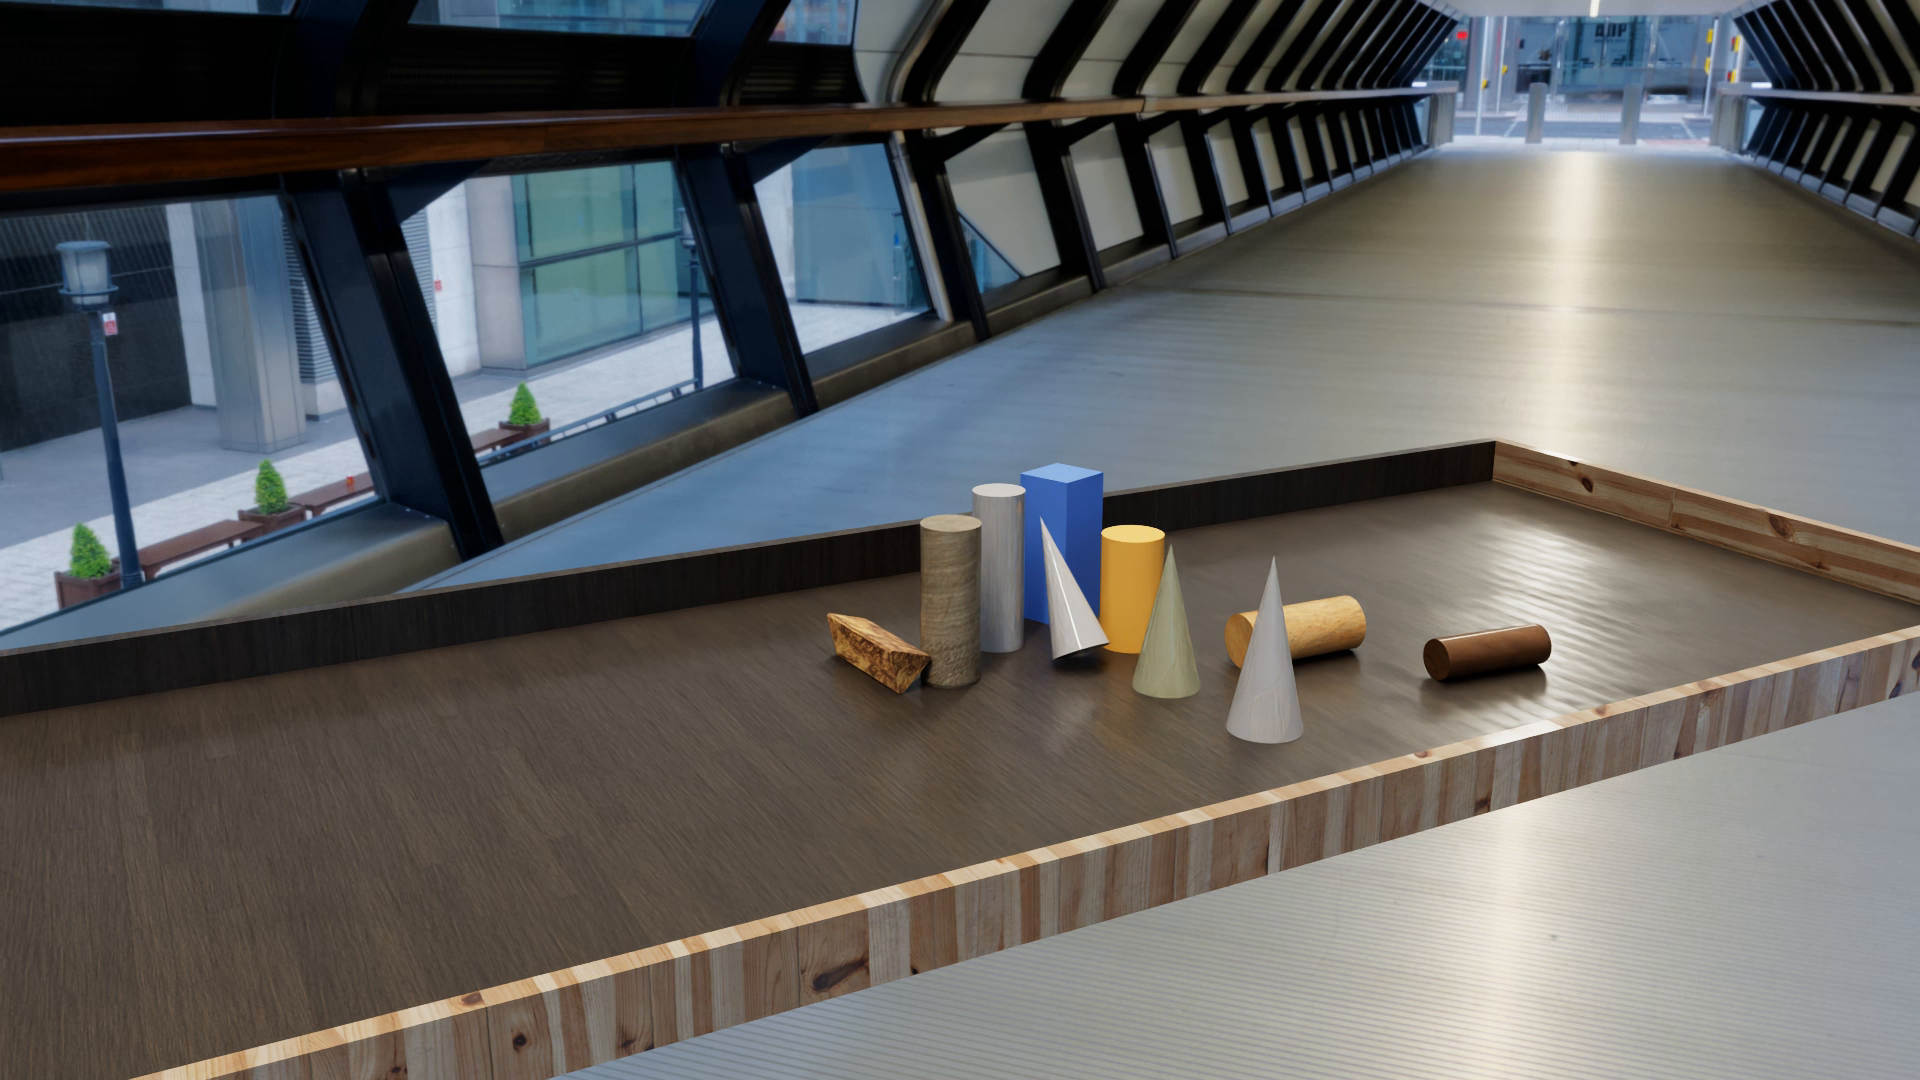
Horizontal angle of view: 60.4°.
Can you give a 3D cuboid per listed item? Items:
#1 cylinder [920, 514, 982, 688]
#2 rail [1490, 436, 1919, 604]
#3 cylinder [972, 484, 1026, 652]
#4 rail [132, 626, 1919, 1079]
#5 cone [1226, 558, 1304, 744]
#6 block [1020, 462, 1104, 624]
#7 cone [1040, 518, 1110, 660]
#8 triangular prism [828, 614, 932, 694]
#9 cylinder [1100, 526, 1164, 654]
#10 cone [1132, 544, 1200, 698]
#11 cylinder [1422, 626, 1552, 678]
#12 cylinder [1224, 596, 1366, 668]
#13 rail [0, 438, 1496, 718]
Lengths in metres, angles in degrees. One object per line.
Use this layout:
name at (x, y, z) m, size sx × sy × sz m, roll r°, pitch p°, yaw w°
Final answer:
cylinder at (-0.023, 0.153, 4.112) m, size 0.152 × 0.407 × 0.152 m, roll 0°, pitch 17°, yaw 0°
rail at (2.466, -0.048, 5.253) m, size 0.050 × 0.150 × 2.100 m, roll -9°, pitch 18°, yaw -27°
cylinder at (0.101, 0.074, 4.351) m, size 0.139 × 0.425 × 0.139 m, roll 0°, pitch 16°, yaw 0°
rail at (-2.336, 1.006, 1.665) m, size 12.000 × 0.150 × 0.050 m, roll -9°, pitch 18°, yaw -27°
cone at (0.712, 0.237, 3.798) m, size 0.179 × 0.423 × 0.179 m, roll 0°, pitch 16°, yaw 0°
block at (0.279, 0.014, 4.576) m, size 0.162 × 0.413 × 0.162 m, roll 14°, pitch 21°, yaw 40°
cone at (0.261, 0.113, 4.268) m, size 0.155 × 0.368 × 0.155 m, roll -16°, pitch -9°, yaw -3°
triangular prism at (-0.226, 0.264, 4.178) m, size 0.120 × 0.104 × 0.333 m, roll -50°, pitch 34°, yaw -11°
cylinder at (0.455, 0.129, 4.376) m, size 0.165 × 0.304 × 0.165 m, roll 0°, pitch 16°, yaw 0°
cone at (0.514, 0.184, 4.066) m, size 0.171 × 0.373 × 0.171 m, roll 0°, pitch 16°, yaw 0°
cylinder at (1.344, 0.284, 4.202) m, size 0.317 × 0.105 × 0.105 m, roll -4°, pitch 17°, yaw -21°
cylinder at (0.873, 0.238, 4.291) m, size 0.345 × 0.143 × 0.143 m, roll -8°, pitch 18°, yaw -25°
rail at (-3.305, 0.497, 3.399) m, size 12.000 × 0.150 × 0.050 m, roll -9°, pitch 18°, yaw -27°
